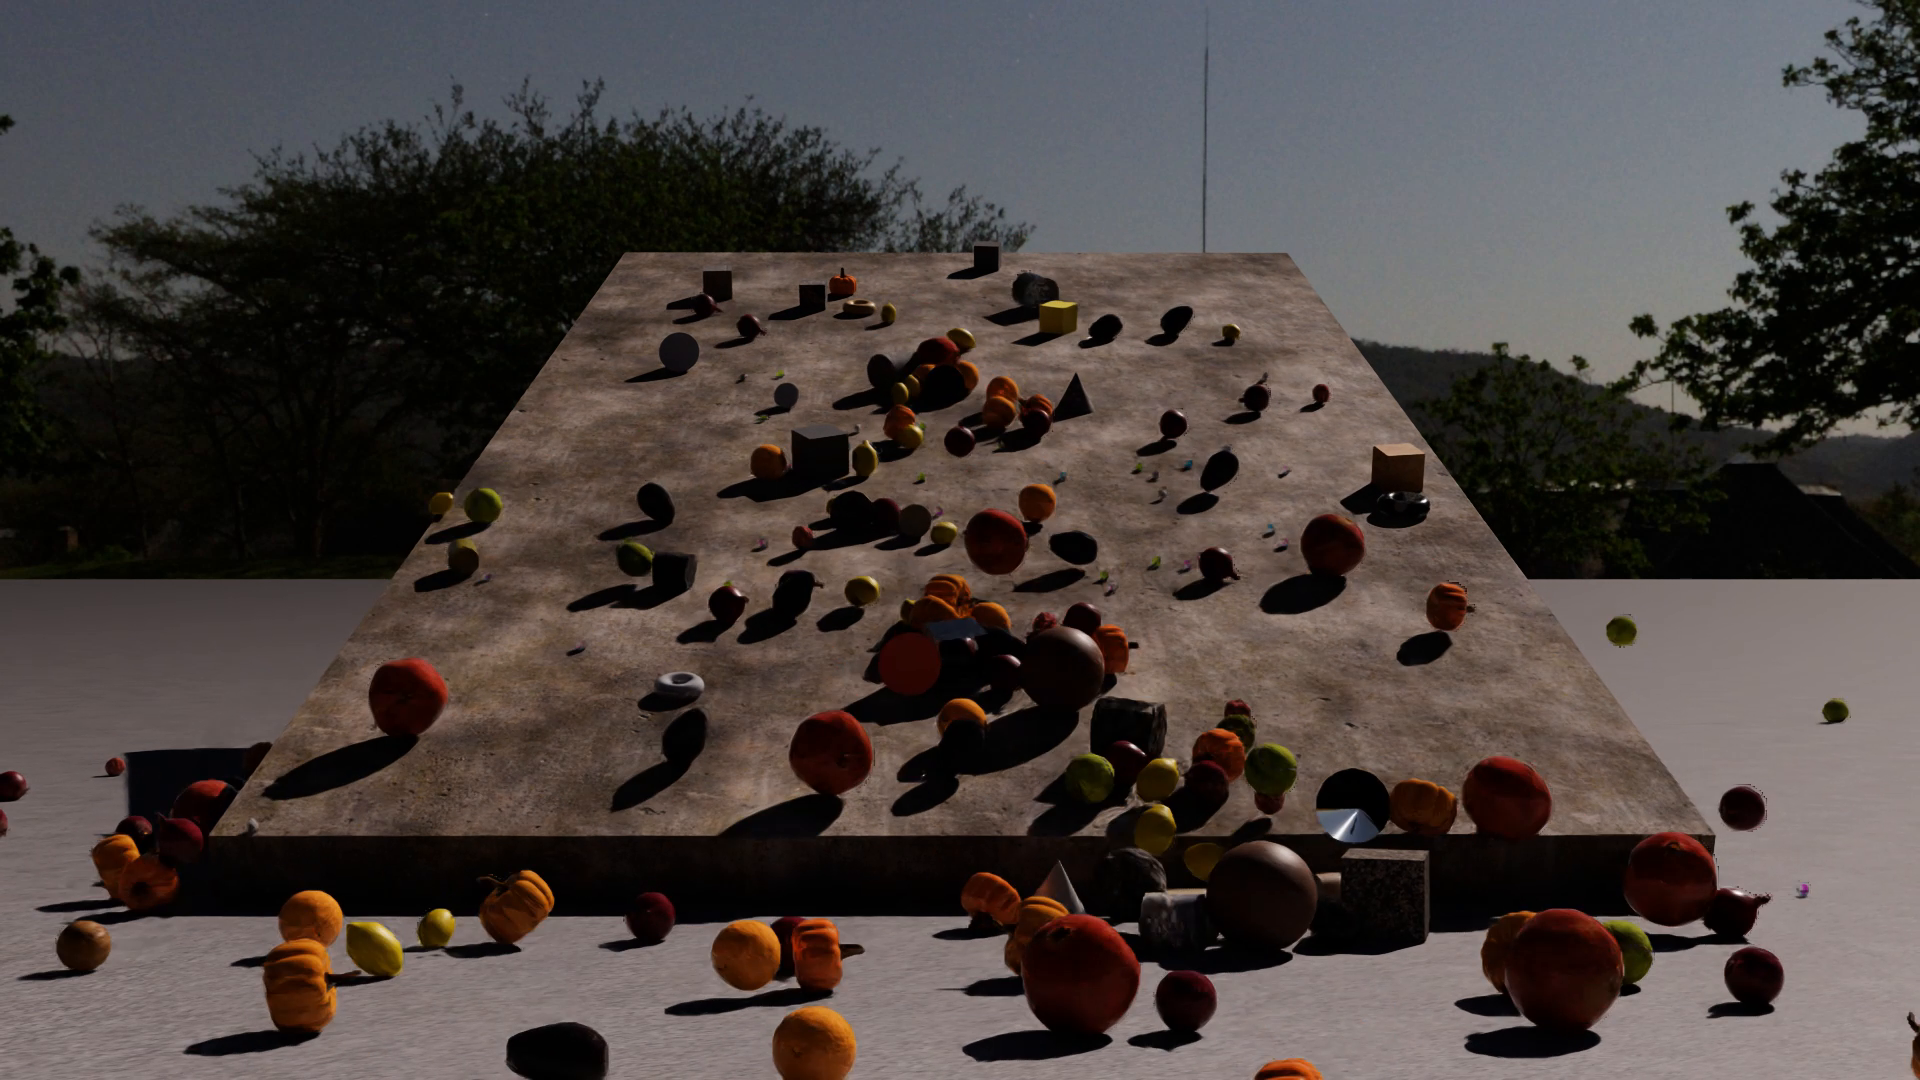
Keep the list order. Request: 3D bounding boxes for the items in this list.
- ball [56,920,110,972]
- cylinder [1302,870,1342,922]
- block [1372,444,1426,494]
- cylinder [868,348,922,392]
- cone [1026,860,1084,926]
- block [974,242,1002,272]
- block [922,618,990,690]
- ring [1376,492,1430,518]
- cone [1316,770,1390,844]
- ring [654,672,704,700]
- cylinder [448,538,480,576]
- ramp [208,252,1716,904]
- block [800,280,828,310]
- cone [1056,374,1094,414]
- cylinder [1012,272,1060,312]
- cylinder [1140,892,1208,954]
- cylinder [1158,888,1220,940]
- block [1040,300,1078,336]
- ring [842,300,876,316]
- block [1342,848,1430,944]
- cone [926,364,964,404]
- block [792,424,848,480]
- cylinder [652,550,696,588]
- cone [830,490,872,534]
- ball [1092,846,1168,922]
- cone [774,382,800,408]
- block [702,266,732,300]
[{"bbox_3d":[-0.974,0.451,2.494,0.056,0.056,0.056,0,-1,0],"label":"ball"},{"bbox_3d":[0.478,0.455,2.863,0.060,0.060,0.060,-12,4,-24],"label":"cylinder"},{"bbox_3d":[0.872,-0.143,4.466,0.078,0.078,0.078,-4,19,-11],"label":"block"},{"bbox_3d":[-0.152,-0.395,5.203,0.089,0.089,0.089,-1,13,42],"label":"cylinder"},{"bbox_3d":[0.122,0.435,2.828,0.074,0.074,0.074,2,25,-1],"label":"cone"},{"bbox_3d":[0.081,-0.827,6.534,0.072,0.072,0.072,2,19,7],"label":"block"},{"bbox_3d":[-0.006,0.177,3.493,0.082,0.082,0.082,-7,20,-20],"label":"block"},{"bbox_3d":[0.853,-0.067,4.309,0.103,0.034,0.103,1,18,0],"label":"ring"},{"bbox_3d":[0.533,0.359,3.006,0.098,0.098,0.098,0,-9,17],"label":"cone"},{"bbox_3d":[-0.431,0.224,3.437,0.077,0.026,0.077,1,18,0],"label":"ring"},{"bbox_3d":[-0.881,0.030,3.975,0.053,0.053,0.053,0,18,-17],"label":"cylinder"},{"bbox_3d":[-0.004,-0.190,4.888,2.000,0.100,4.000,0,18,0],"label":"ramp"},{"bbox_3d":[-0.394,-0.659,6.030,0.069,0.069,0.069,1,18,2],"label":"block"},{"bbox_3d":[0.260,-0.334,5.023,0.088,0.088,0.088,0,18,0],"label":"cone"},{"bbox_3d":[0.203,-0.664,6.011,0.092,0.092,0.092,1,16,-32],"label":"cylinder"},{"bbox_3d":[0.250,0.448,2.623,0.067,0.067,0.067,0,-1,18],"label":"cylinder"},{"bbox_3d":[0.273,0.451,2.696,0.063,0.063,0.063,-1,-1,-10],"label":"cylinder"},{"bbox_3d":[0.253,-0.571,5.765,0.071,0.071,0.071,11,21,31],"label":"block"},{"bbox_3d":[-0.269,-0.619,5.974,0.089,0.030,0.089,1,20,0],"label":"ring"},{"bbox_3d":[0.521,0.434,2.741,0.099,0.099,0.099,0,-1,15],"label":"block"},{"bbox_3d":[-0.037,-0.348,5.139,0.090,0.090,0.090,0,-8,-4],"label":"cone"},{"bbox_3d":[-0.284,-0.179,4.556,0.086,0.086,0.086,-10,21,-28],"label":"block"},{"bbox_3d":[-0.497,0.051,3.898,0.060,0.060,0.060,6,0,11],"label":"cylinder"},{"bbox_3d":[-0.194,-0.044,4.227,0.084,0.084,0.084,0,-11,14],"label":"cone"},{"bbox_3d":[0.208,0.423,2.751,0.092,0.092,0.092,0,-1,0],"label":"ball"},{"bbox_3d":[-0.386,-0.321,5.079,0.059,0.059,0.059,0,-9,10],"label":"cone"},{"bbox_3d":[-0.666,-0.709,6.167,0.078,0.078,0.078,-2,18,-5],"label":"block"}]
